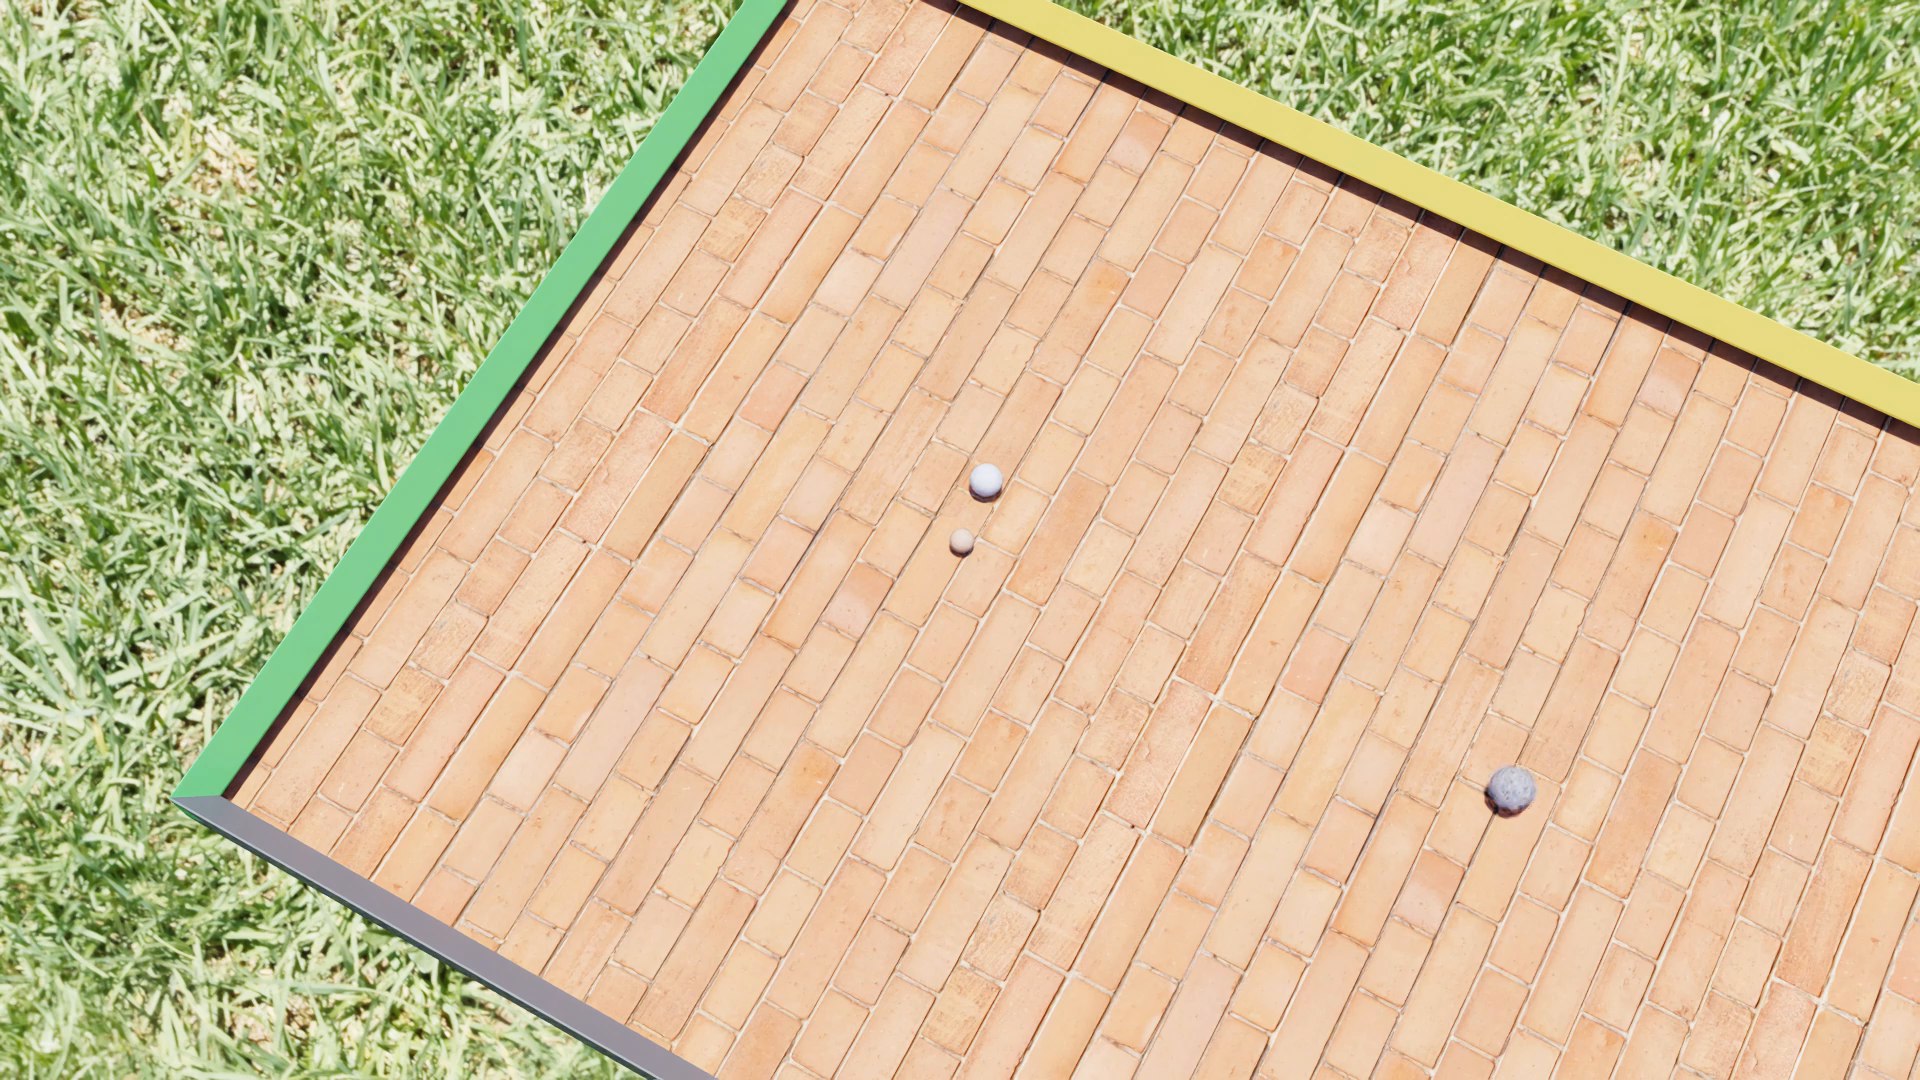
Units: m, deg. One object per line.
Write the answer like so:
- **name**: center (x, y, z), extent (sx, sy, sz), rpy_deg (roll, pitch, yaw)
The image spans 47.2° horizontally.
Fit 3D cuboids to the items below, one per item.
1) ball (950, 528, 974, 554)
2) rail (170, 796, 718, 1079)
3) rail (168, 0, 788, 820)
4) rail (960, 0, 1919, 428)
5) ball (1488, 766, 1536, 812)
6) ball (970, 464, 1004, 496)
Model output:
- **ball**: center (0.003, 0.001, 3.559), extent (0.041, 0.041, 0.041), rpy_deg (0, 66, 0)
- **rail**: center (0.270, 1.113, 3.033), extent (3.307, 0.090, 0.045), rpy_deg (27, 69, 11)
- **rail**: center (-0.704, -0.361, 3.693), extent (0.045, 0.090, 1.944), rpy_deg (27, 69, 11)
- **rail**: center (1.181, -0.406, 3.713), extent (3.307, 0.090, 0.045), rpy_deg (27, 69, 11)
- **ball**: center (0.847, 0.381, 3.373), extent (0.069, 0.069, 0.069), rpy_deg (0, 66, 0)
- **ball**: center (0.043, -0.098, 3.595), extent (0.055, 0.055, 0.055), rpy_deg (0, 66, 0)
